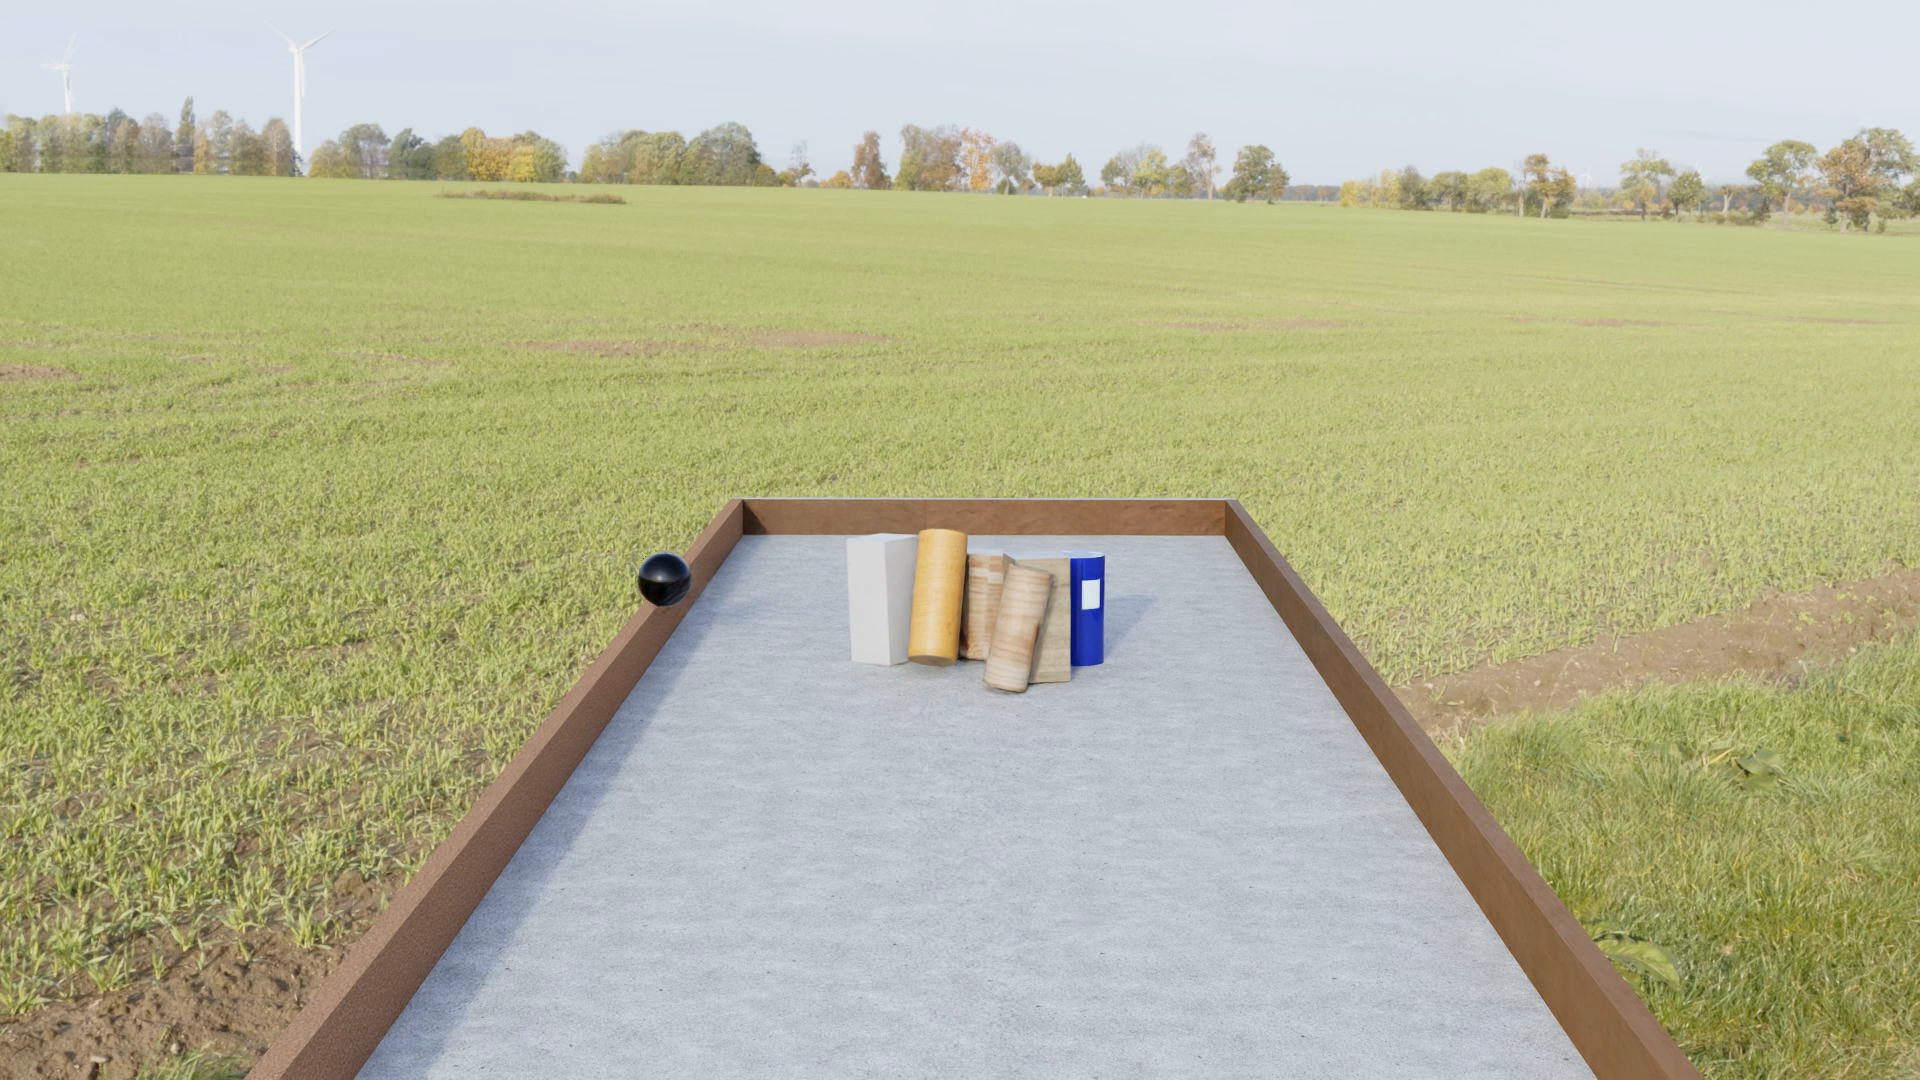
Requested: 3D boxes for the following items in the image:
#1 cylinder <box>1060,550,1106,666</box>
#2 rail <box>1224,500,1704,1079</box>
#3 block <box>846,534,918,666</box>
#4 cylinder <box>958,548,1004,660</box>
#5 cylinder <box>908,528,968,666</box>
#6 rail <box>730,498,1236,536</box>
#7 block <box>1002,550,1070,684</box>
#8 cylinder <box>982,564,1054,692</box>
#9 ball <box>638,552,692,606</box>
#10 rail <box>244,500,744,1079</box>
[{"bbox_3d":[0.359,0.205,6.665,0.158,0.329,0.158,0,9,0],"label":"cylinder"},{"bbox_3d":[1.046,0.843,3.208,0.050,0.150,12.000,0,9,1],"label":"rail"},{"bbox_3d":[-0.226,0.178,6.673,0.157,0.373,0.157,4,9,40],"label":"block"},{"bbox_3d":[0.080,0.196,6.717,0.171,0.318,0.171,4,6,0],"label":"cylinder"},{"bbox_3d":[-0.066,0.173,6.594,0.149,0.387,0.149,5,-15,1],"label":"cylinder"},{"bbox_3d":[0.099,-0.098,9.147,2.100,0.150,0.050,0,9,1],"label":"rail"},{"bbox_3d":[0.223,0.223,6.430,0.162,0.362,0.162,-2,8,-12],"label":"block"},{"bbox_3d":[0.164,0.249,6.271,0.129,0.345,0.129,13,5,-1],"label":"cylinder"},{"bbox_3d":[-0.910,0.122,6.779,0.168,0.168,0.168,0,9,0],"label":"ball"},{"bbox_3d":[-1.004,0.839,3.234,0.050,0.150,12.000,0,9,1],"label":"rail"}]
